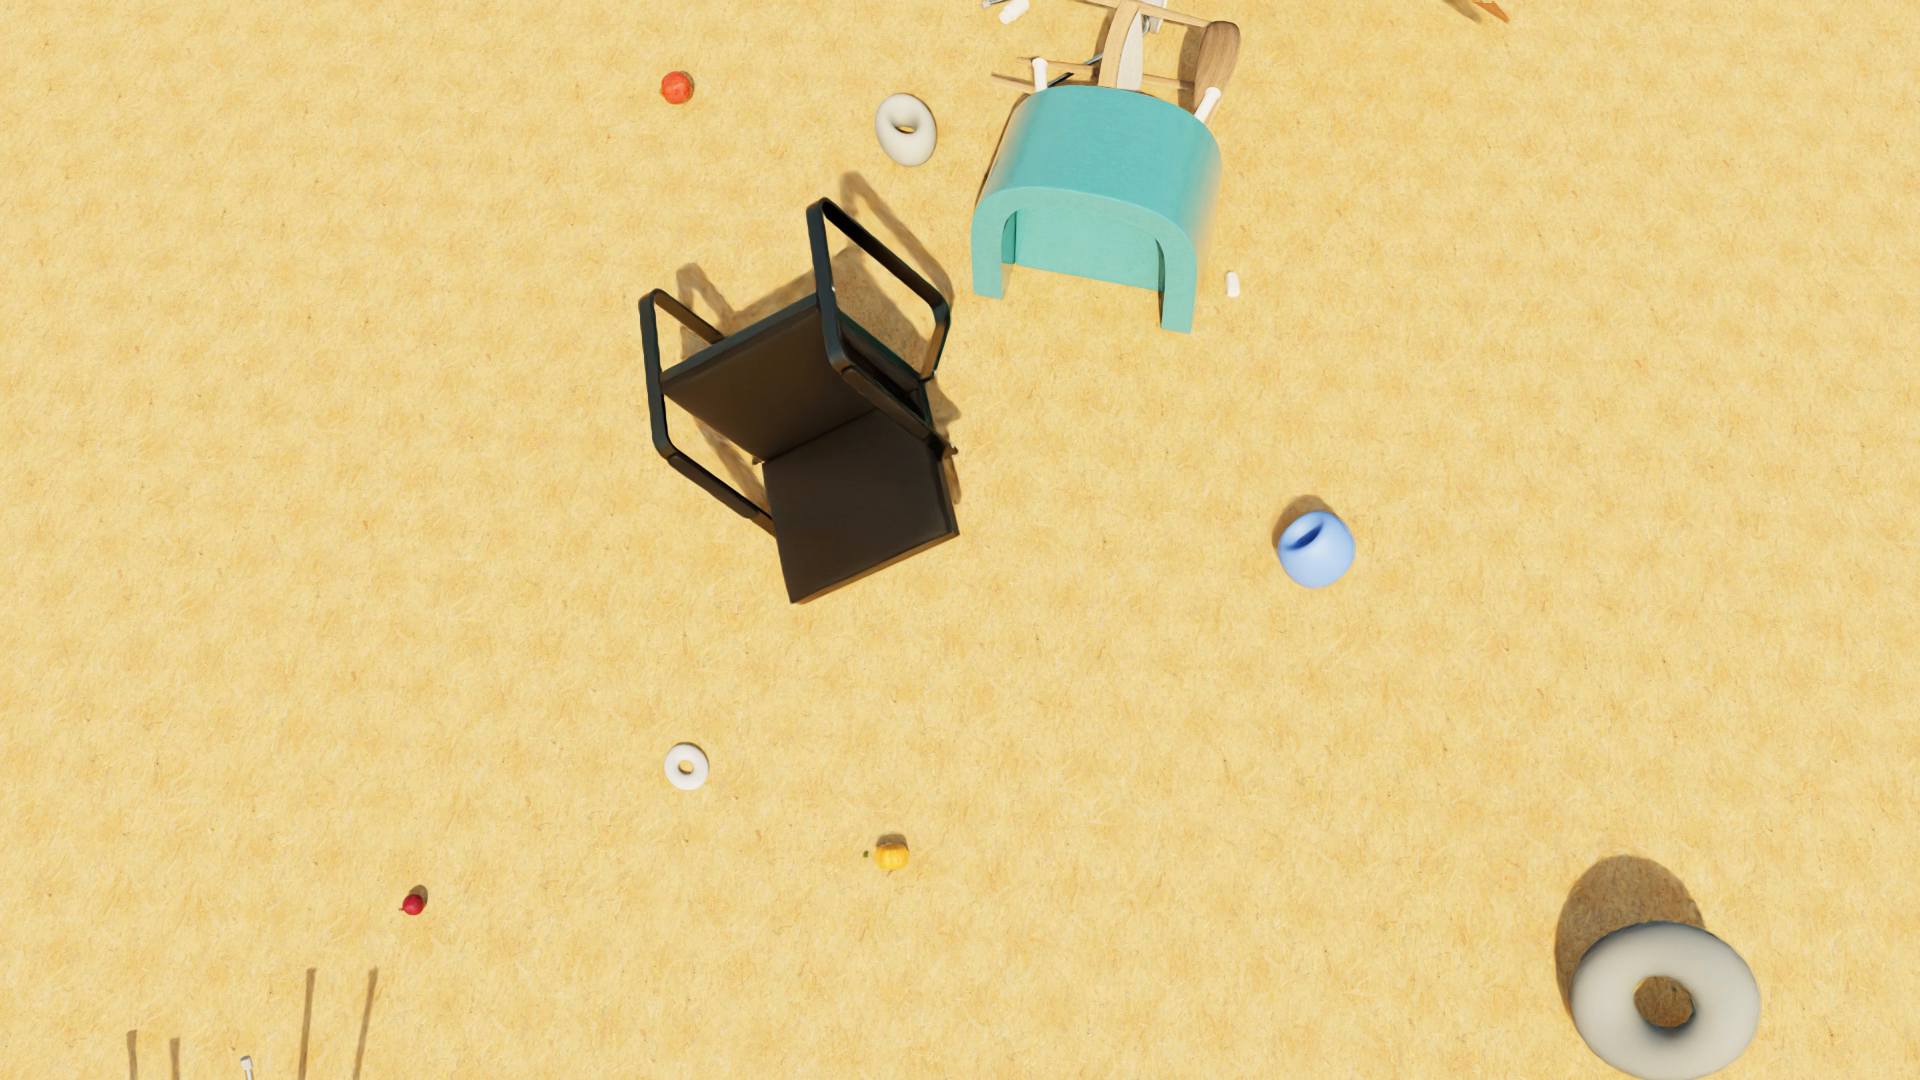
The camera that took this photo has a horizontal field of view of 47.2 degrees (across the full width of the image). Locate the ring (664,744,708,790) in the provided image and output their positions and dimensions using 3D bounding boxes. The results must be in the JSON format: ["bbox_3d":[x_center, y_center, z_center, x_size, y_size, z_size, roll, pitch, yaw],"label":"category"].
[{"bbox_3d":[-0.763,0.634,6.132,0.120,0.028,0.149,-23,59,-14],"label":"ring"}]

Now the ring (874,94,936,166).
[{"bbox_3d":[-0.183,-1.384,7.426,0.201,0.130,0.281,-18,59,-9],"label":"ring"}]

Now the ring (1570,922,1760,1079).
[{"bbox_3d":[1.779,1.169,5.568,0.484,0.165,0.405,-15,84,36],"label":"ring"}]

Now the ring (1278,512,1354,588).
[{"bbox_3d":[1.042,0.030,6.436,0.221,0.161,0.198,-43,30,-3],"label":"ring"}]
